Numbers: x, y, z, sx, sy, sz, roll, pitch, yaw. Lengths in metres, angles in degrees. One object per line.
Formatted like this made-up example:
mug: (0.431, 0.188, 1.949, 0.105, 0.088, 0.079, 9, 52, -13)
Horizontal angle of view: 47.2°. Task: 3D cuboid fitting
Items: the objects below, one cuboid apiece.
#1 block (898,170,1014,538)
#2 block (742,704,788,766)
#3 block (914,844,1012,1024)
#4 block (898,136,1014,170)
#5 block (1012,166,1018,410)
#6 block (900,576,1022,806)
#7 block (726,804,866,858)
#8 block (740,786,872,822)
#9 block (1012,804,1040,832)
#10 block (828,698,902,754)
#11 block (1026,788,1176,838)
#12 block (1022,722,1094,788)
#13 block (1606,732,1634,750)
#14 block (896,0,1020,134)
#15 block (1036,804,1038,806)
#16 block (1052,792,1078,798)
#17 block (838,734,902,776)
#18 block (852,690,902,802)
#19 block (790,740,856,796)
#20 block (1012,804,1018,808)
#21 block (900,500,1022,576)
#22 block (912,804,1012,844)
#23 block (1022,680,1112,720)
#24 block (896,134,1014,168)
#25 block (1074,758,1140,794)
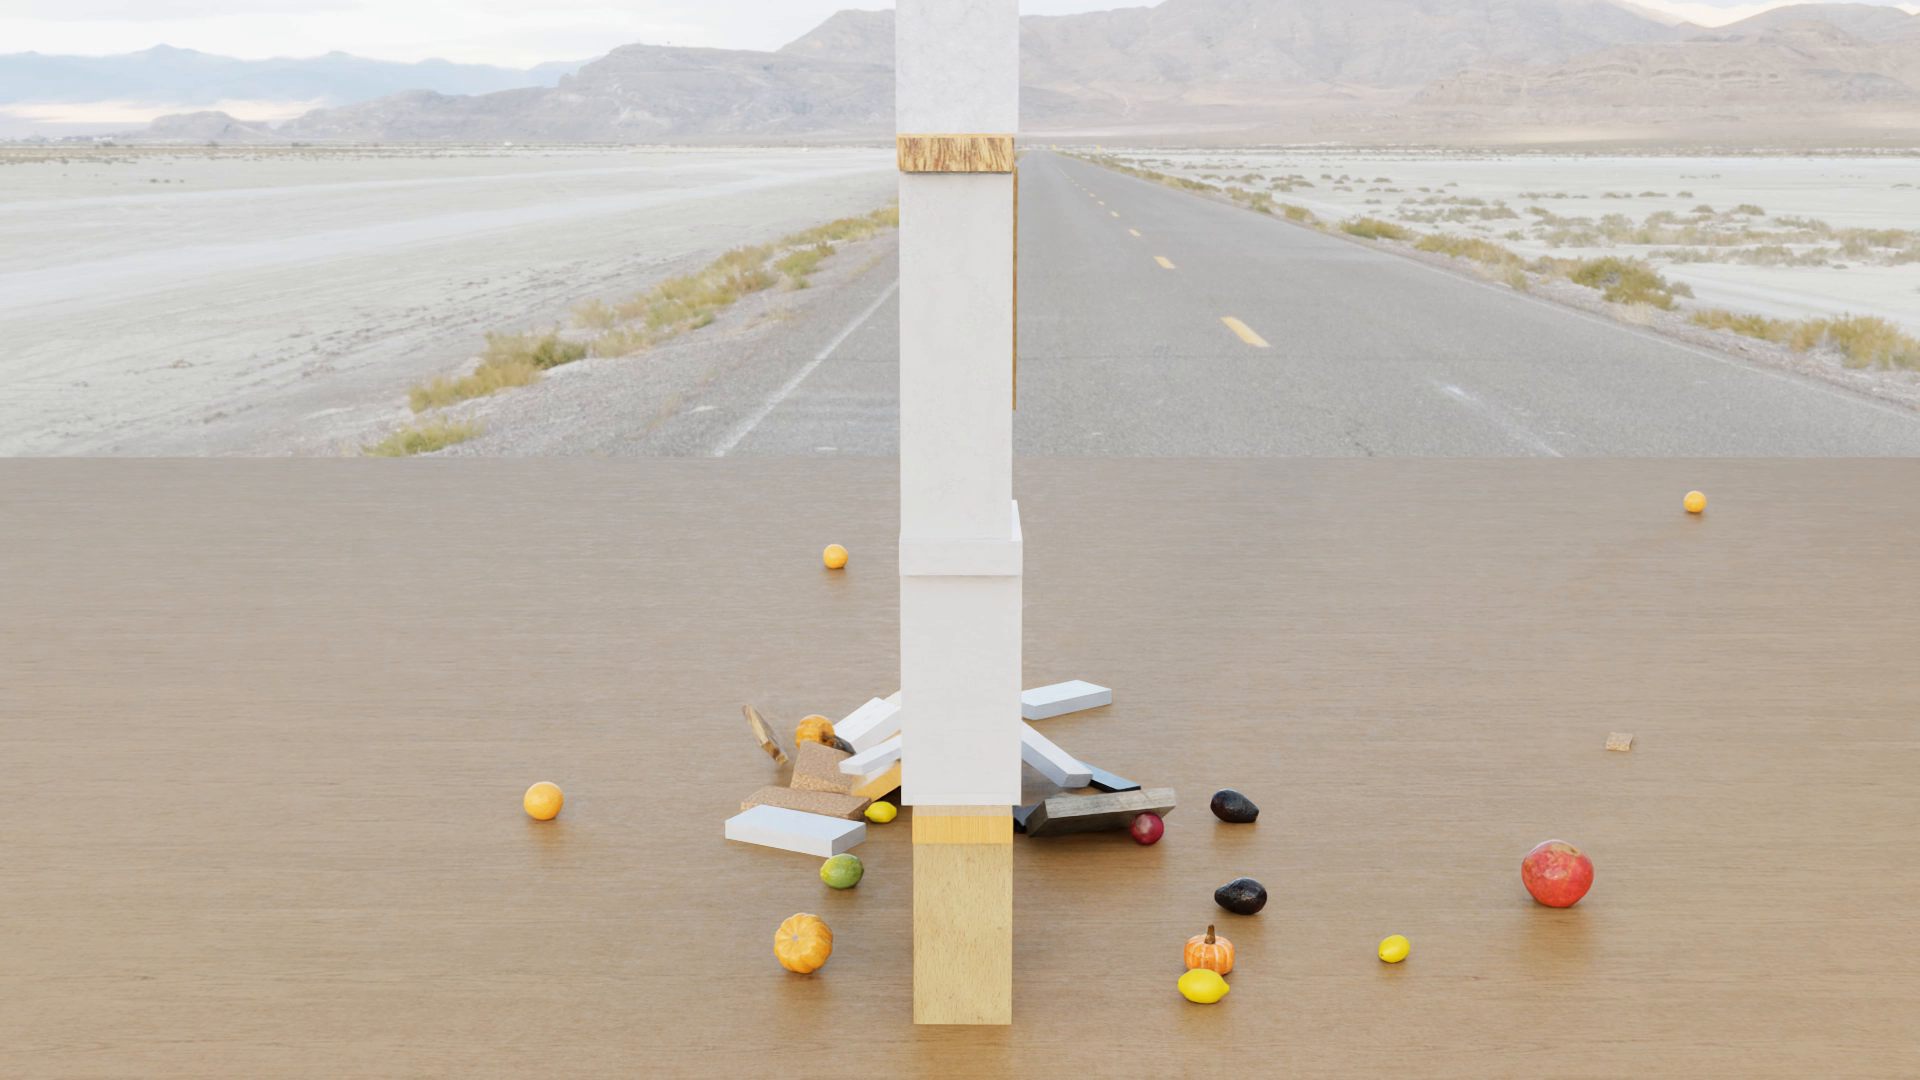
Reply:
block: (-0.005, -0.251, 2.994, 0.152, 0.497, 0.043, 0, 11, 1)
block: (-0.395, 0.393, 4.448, 0.020, 0.069, 0.138, -40, 36, 2)
block: (0.004, 0.549, 3.125, 0.139, 0.278, 0.039, 0, 11, 0)
block: (-0.004, -0.536, 3.046, 0.152, 0.043, 0.304, 0, 11, 0)
block: (-0.001, -0.375, 3.289, 0.171, 0.360, 0.048, 0, 10, -1)
block: (0.002, 0.203, 3.090, 0.168, 0.337, 0.048, 0, 11, 0)
block: (-0.295, 0.522, 3.948, 0.227, 0.032, 0.113, 6, 12, 29)
block: (-0.285, 0.497, 4.085, 0.216, 0.031, 0.108, 4, 11, 20)
block: (0.139, 0.507, 4.017, 0.101, 0.014, 0.050, -4, 31, -36)
block: (-0.187, 0.378, 4.458, 0.122, 0.035, 0.244, -34, 9, -11)
block: (0.252, 0.489, 3.948, 0.244, 0.035, 0.122, -3, -23, -17)
block: (0.148, 0.407, 4.267, 0.216, 0.031, 0.108, 35, 13, 28)
block: (1.369, 0.418, 4.562, 0.045, 0.013, 0.091, 4, 11, 22)
block: (-0.004, -0.779, 3.224, 0.180, 0.360, 0.051, 0, 11, 0)
block: (0.138, 0.509, 4.066, 0.101, 0.014, 0.050, -10, 15, -44)
block: (0.220, 0.495, 4.146, 0.091, 0.013, 0.045, 8, 13, 37)
block: (-0.097, 0.384, 4.181, 0.289, 0.020, 0.069, -22, 13, -37)
block: (-0.145, 0.405, 4.398, 0.122, 0.035, 0.594, -33, 9, 5)
block: (-0.263, 0.447, 4.261, 0.113, 0.032, 0.227, 17, 10, -4)
block: (0.079, 0.451, 4.037, 0.055, 0.110, 0.016, -12, 12, -43)
block: (0.001, -0.006, 3.165, 0.168, 0.048, 0.337, 0, 11, 0)
block: (0.004, 0.376, 3.188, 0.139, 0.039, 0.278, 0, 11, 0)
block: (0.213, 0.353, 4.858, 0.227, 0.032, 0.113, -8, 13, -38)
block: (-0.006, -0.598, 3.368, 0.171, 0.048, 0.342, 0, 11, 0)
block: (0.239, 0.457, 4.340, 0.055, 0.016, 0.313, -7, 12, -32)
